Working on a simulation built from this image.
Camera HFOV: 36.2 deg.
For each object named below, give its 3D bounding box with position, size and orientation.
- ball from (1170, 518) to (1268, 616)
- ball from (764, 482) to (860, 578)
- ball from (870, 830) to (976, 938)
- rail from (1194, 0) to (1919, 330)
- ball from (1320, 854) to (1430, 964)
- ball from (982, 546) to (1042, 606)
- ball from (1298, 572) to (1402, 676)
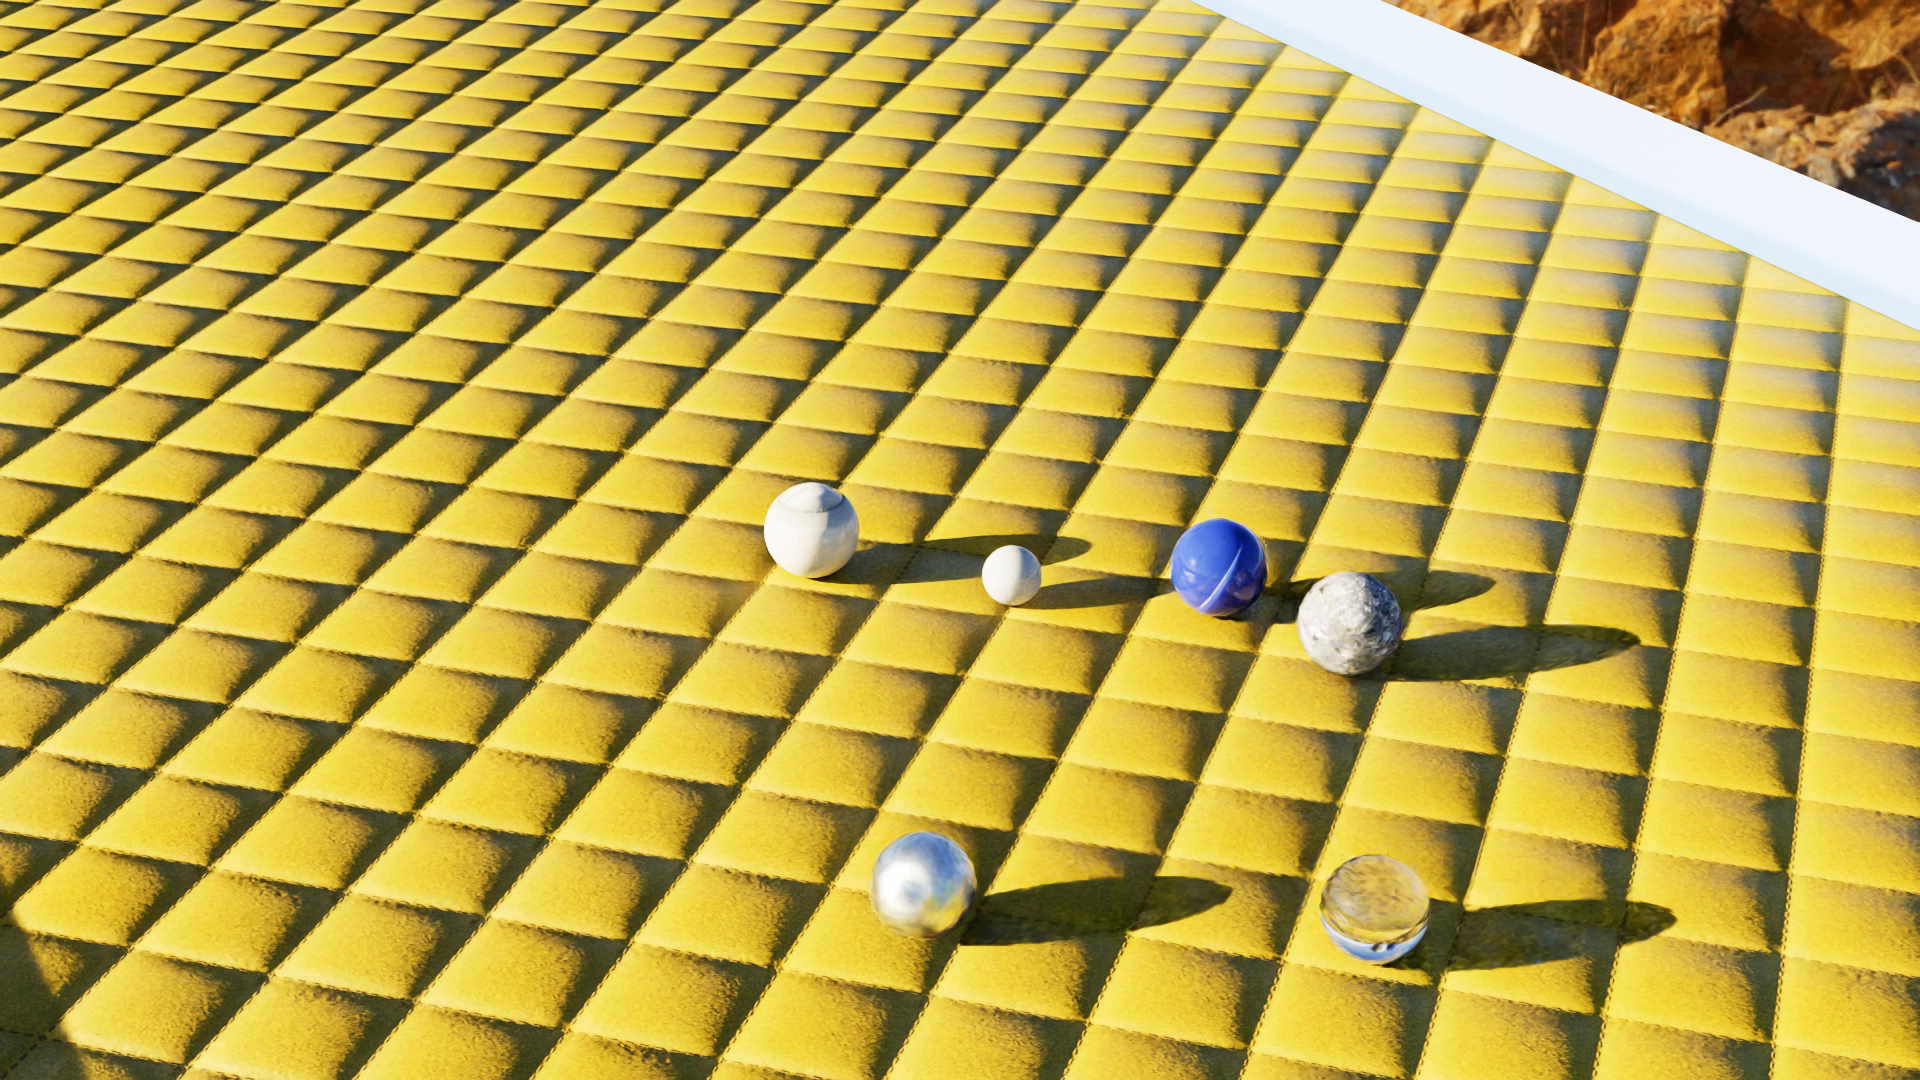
[{"bbox_3d":[0.177,0.019,2.003,0.067,0.067,0.067,0,26,0],"label":"ball"},{"bbox_3d":[-0.103,-0.007,2.056,0.067,0.067,0.067,0,26,0],"label":"ball"},{"bbox_3d":[-0.021,0.193,1.651,0.060,0.060,0.060,0,26,0],"label":"ball"},{"bbox_3d":[0.399,-0.537,3.121,0.045,0.089,3.495,-13,29,-25],"label":"rail"},{"bbox_3d":[0.230,0.204,1.628,0.061,0.061,0.061,0,26,0],"label":"ball"},{"bbox_3d":[0.036,0.024,2.021,0.042,0.042,0.042,0,26,0],"label":"ball"},{"bbox_3d":[0.255,0.055,1.927,0.069,0.069,0.069,0,26,0],"label":"ball"}]
